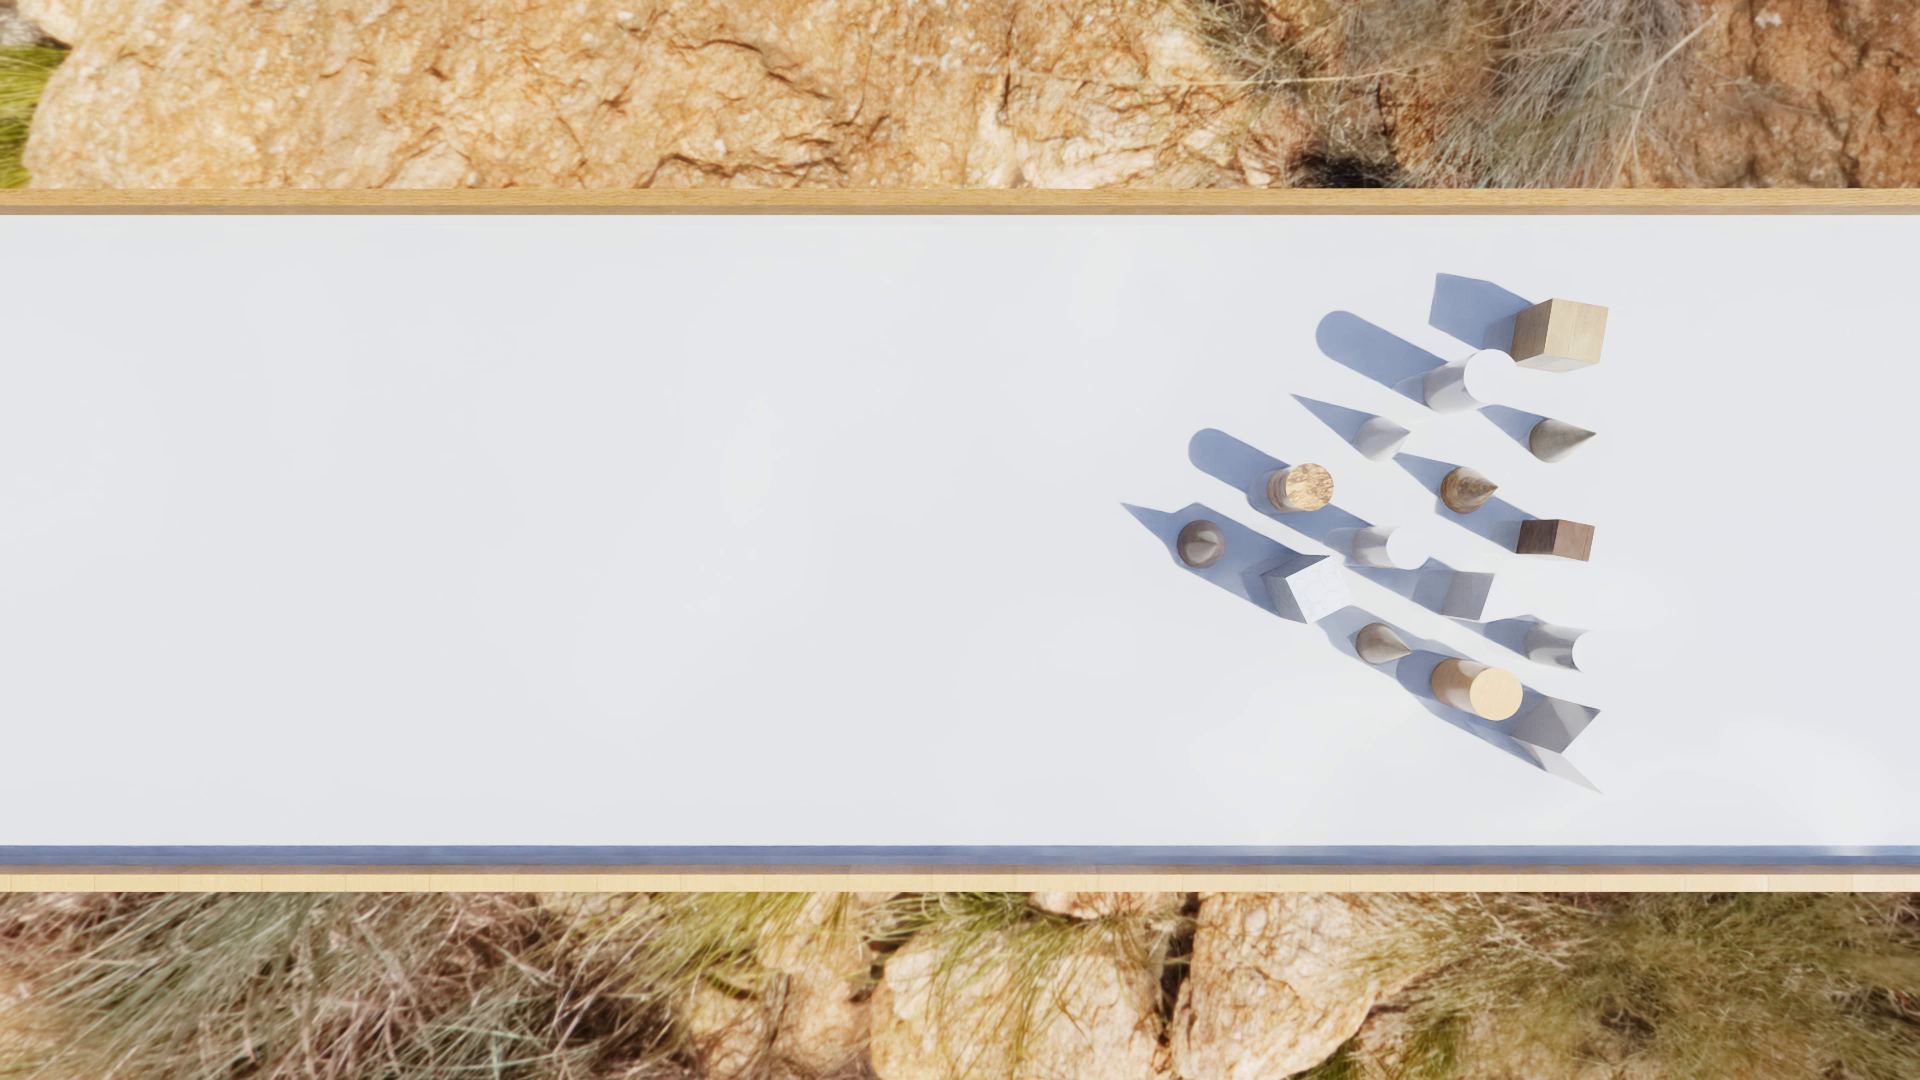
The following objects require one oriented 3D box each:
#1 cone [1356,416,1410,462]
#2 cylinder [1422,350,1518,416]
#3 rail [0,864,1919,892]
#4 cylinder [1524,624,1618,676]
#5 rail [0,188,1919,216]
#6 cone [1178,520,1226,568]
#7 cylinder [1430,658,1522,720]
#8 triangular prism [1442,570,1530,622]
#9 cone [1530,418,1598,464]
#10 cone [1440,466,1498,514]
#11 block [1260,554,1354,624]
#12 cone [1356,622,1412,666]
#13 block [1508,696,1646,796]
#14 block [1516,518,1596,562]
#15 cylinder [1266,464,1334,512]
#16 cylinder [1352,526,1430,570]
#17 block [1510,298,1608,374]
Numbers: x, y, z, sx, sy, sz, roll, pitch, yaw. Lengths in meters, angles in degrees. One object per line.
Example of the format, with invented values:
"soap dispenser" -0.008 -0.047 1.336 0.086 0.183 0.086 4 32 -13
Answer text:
"cone" 1.292 -0.310 4.897 0.141 0.359 0.141 0 90 0
"cylinder" 1.503 -0.462 4.871 0.156 0.412 0.156 0 90 0
"rail" -2.247 1.025 5.001 12.000 0.150 0.050 0 90 0
"cylinder" 1.799 0.321 4.875 0.128 0.403 0.128 0 90 0
"rail" -2.247 -1.025 5.002 12.000 0.150 0.050 0 90 0
"cone" 0.743 0.013 4.913 0.152 0.327 0.152 0 90 0
"cylinder" 1.521 0.437 4.878 0.150 0.398 0.150 0 90 0
"triangular prism" 1.542 0.157 4.889 0.149 0.375 0.129 -11 90 0
"cone" 1.820 -0.305 4.890 0.137 0.372 0.137 0 90 0
"cone" 1.552 -0.153 4.913 0.145 0.327 0.145 0 90 0
"block" 1.020 0.142 4.875 0.147 0.403 0.147 -26 90 0
"cone" 1.283 0.320 4.876 0.131 0.401 0.131 0 90 0
"block" 1.808 0.598 4.855 0.170 0.443 0.170 43 90 0
"block" 1.773 0.001 4.919 0.106 0.314 0.106 11 90 0
"cylinder" 1.013 -0.154 4.926 0.139 0.301 0.139 0 90 0
"cylinder" 1.269 0.021 4.872 0.125 0.410 0.125 0 90 0
"block" 1.782 -0.606 4.923 0.164 0.308 0.164 10 90 0
